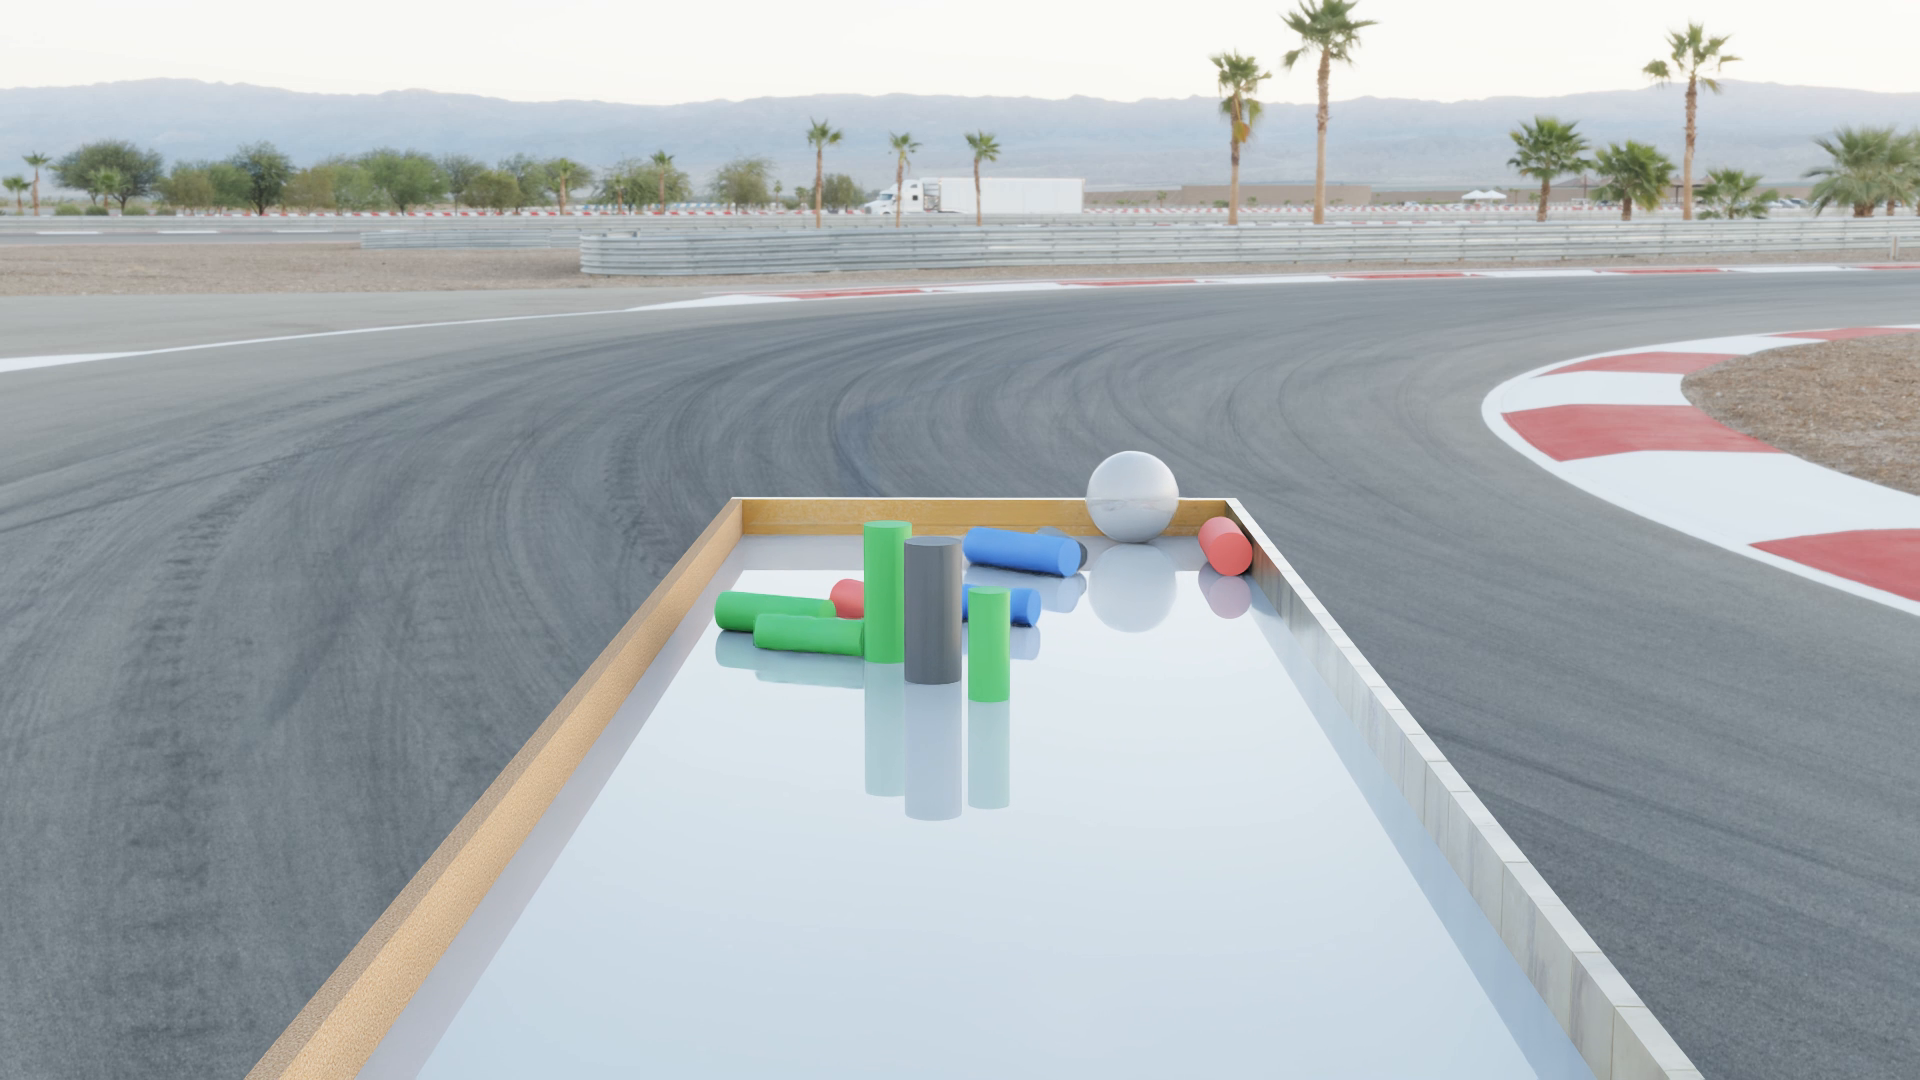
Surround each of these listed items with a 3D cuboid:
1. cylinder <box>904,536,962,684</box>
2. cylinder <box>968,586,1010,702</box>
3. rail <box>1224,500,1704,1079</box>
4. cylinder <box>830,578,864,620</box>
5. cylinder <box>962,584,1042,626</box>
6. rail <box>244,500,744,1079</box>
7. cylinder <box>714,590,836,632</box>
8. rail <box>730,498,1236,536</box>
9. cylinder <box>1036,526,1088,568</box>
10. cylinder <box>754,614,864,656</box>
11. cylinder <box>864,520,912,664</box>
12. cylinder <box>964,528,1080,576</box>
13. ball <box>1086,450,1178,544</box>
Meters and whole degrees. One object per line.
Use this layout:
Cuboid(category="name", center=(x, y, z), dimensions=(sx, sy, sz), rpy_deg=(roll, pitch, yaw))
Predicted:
Cuboid(category="cylinder", center=(-0.079, 0.205, 6.417), dimensions=(0.169, 0.408, 0.169), rpy_deg=(0, 9, 0))
Cuboid(category="cylinder", center=(0.082, 0.292, 6.178), dimensions=(0.118, 0.309, 0.118), rpy_deg=(0, 9, 0))
Cuboid(category="rail", center=(1.046, 0.843, 3.208), dimensions=(0.050, 0.150, 12.000), rpy_deg=(0, 9, 1))
Cuboid(category="cylinder", center=(-0.273, 0.216, 7.209), dimensions=(0.136, 0.136, 0.352), rpy_deg=(-7, 11, -37))
Cuboid(category="cylinder", center=(0.096, 0.212, 7.296), dimensions=(0.328, 0.117, 0.117), rpy_deg=(4, 10, 25))
Cuboid(category="rail", center=(-1.004, 0.839, 3.234), dimensions=(0.050, 0.150, 12.000), rpy_deg=(0, 9, 1))
Cuboid(category="cylinder", center=(-0.596, 0.240, 7.091), dimensions=(0.379, 0.126, 0.126), rpy_deg=(4, 10, 25))
Cuboid(category="rail", center=(0.099, -0.098, 9.147), dimensions=(2.100, 0.150, 0.050), rpy_deg=(0, 9, 1))
Cuboid(category="cylinder", center=(0.384, 0.031, 8.460), dimensions=(0.112, 0.112, 0.382), rpy_deg=(-2, 9, -13))
Cuboid(category="cylinder", center=(-0.455, 0.292, 6.820), dimensions=(0.354, 0.109, 0.109), rpy_deg=(3, 10, 19))
Cuboid(category="cylinder", center=(-0.219, 0.157, 6.691), dimensions=(0.147, 0.416, 0.147), rpy_deg=(0, 9, 0))
Cuboid(category="cylinder", center=(0.232, 0.044, 8.287), dimensions=(0.450, 0.140, 0.140), rpy_deg=(7, 12, 39))
Cuboid(category="ball", center=(0.700, -0.174, 8.916), dimensions=(0.374, 0.374, 0.374), rpy_deg=(0, 9, 0))
